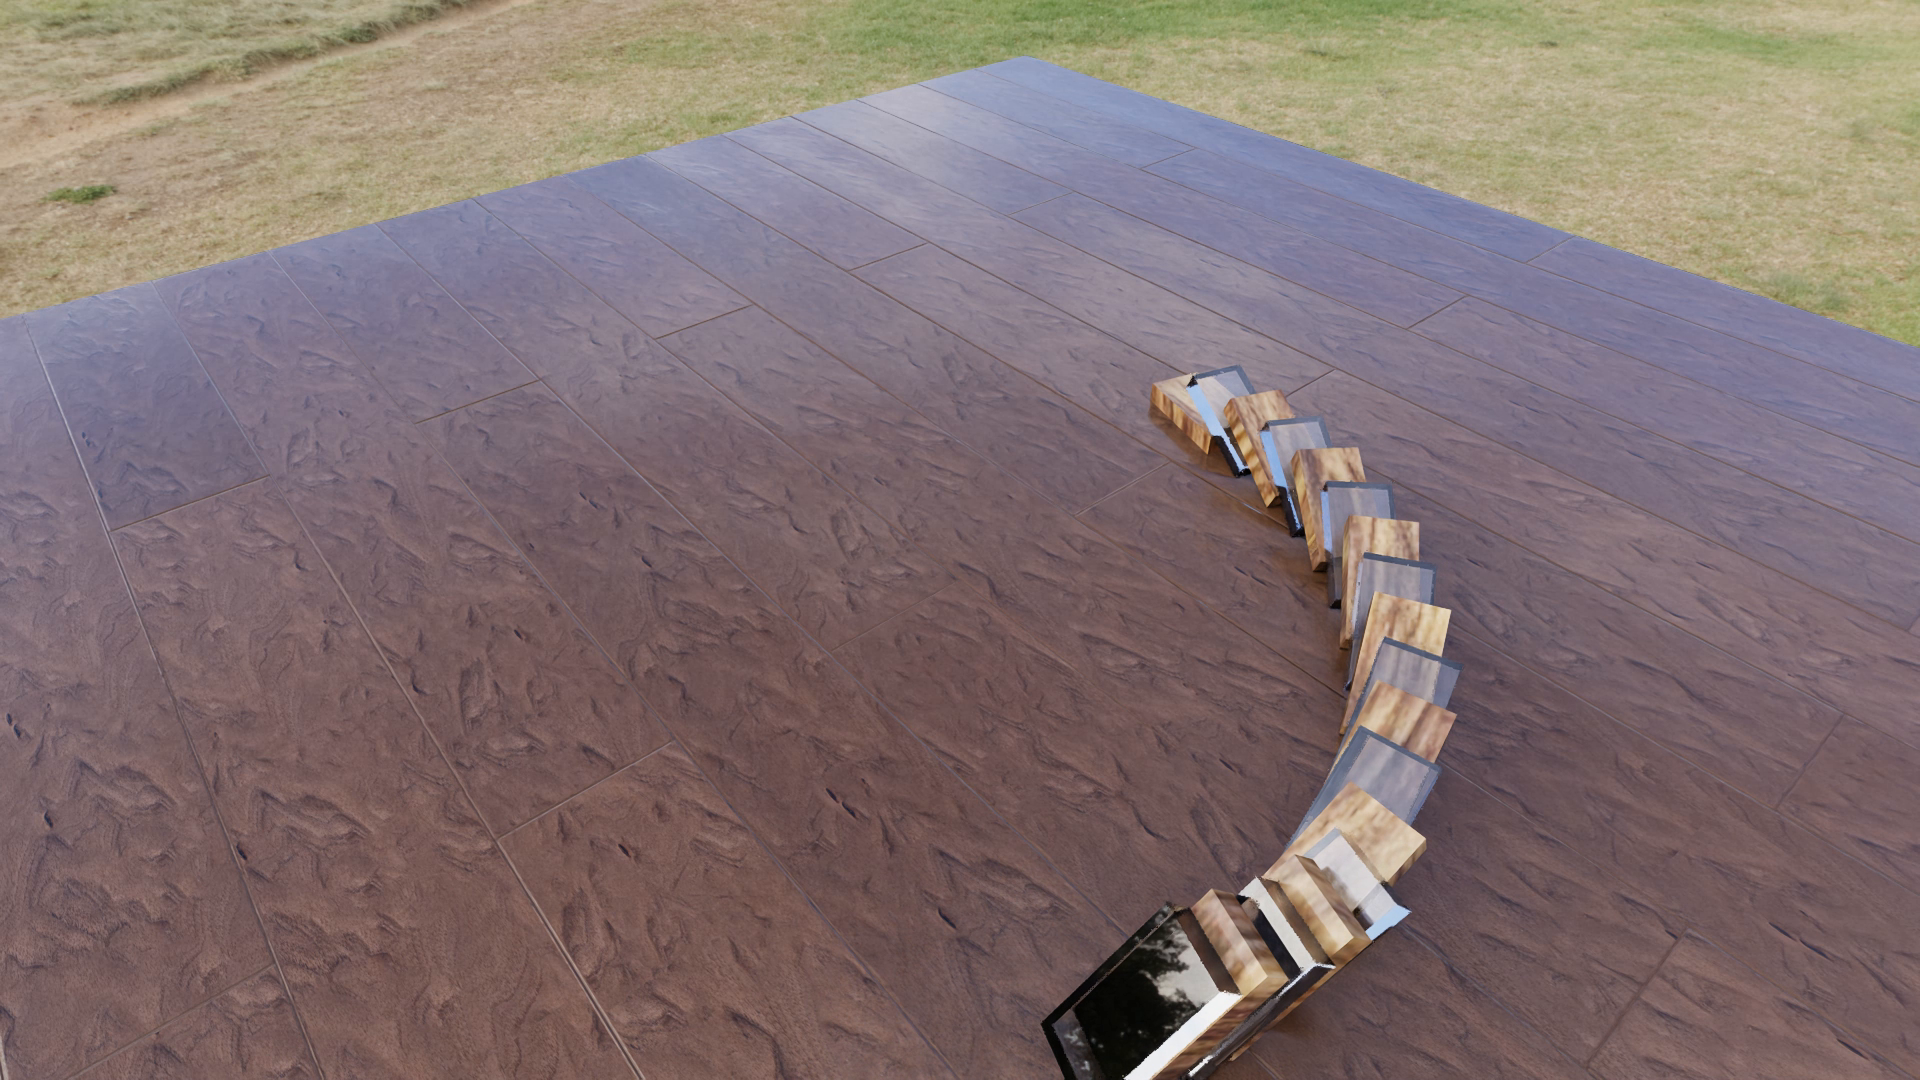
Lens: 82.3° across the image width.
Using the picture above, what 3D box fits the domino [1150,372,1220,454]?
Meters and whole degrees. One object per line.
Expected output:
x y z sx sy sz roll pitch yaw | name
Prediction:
0.114 -0.060 0.517 0.025 0.010 0.050 -15 42 -18 | domino

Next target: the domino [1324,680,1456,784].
0.130 0.071 0.340 0.025 0.010 0.050 25 72 27 | domino

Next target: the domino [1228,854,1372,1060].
0.078 0.108 0.284 0.010 0.050 0.025 25 23 -38 | domino

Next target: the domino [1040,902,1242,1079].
0.044 0.117 0.273 0.010 0.050 0.025 25 23 -38 | domino

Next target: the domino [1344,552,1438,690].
0.152 0.031 0.389 0.025 0.010 0.050 11 67 13 | domino

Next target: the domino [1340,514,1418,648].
0.155 0.016 0.407 0.025 0.009 0.050 7 66 8 | domino

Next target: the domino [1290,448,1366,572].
0.151 -0.013 0.442 0.025 0.009 0.050 -2 66 -3 | domino

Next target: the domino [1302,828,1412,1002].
0.091 0.103 0.292 0.050 0.010 0.025 -47 43 13 | domino

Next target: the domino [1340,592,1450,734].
0.147 0.045 0.372 0.025 0.009 0.050 15 68 17 | domino

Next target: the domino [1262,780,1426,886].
0.104 0.095 0.310 0.050 0.010 0.025 -44 52 -8 | domino

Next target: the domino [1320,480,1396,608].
0.155 0.002 0.424 0.025 0.010 0.050 3 66 3 | domino

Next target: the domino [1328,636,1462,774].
0.140 0.059 0.355 0.025 0.010 0.050 21 70 24 | domino

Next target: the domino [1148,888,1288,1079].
0.056 0.114 0.276 0.010 0.050 0.025 25 23 -38 | domino

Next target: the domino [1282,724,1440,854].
0.118 0.083 0.325 0.025 0.009 0.050 28 74 30 | domino

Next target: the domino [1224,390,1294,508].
0.136 -0.040 0.477 0.025 0.010 0.050 -11 65 -14 | domino

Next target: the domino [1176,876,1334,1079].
0.068 0.112 0.279 0.009 0.050 0.025 25 23 -38 | domino

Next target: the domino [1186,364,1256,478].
0.125 -0.054 0.493 0.025 0.010 0.050 -15 66 -18 | domino

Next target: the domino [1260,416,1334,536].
0.145 -0.027 0.460 0.025 0.009 0.050 -6 66 -8 | domino
